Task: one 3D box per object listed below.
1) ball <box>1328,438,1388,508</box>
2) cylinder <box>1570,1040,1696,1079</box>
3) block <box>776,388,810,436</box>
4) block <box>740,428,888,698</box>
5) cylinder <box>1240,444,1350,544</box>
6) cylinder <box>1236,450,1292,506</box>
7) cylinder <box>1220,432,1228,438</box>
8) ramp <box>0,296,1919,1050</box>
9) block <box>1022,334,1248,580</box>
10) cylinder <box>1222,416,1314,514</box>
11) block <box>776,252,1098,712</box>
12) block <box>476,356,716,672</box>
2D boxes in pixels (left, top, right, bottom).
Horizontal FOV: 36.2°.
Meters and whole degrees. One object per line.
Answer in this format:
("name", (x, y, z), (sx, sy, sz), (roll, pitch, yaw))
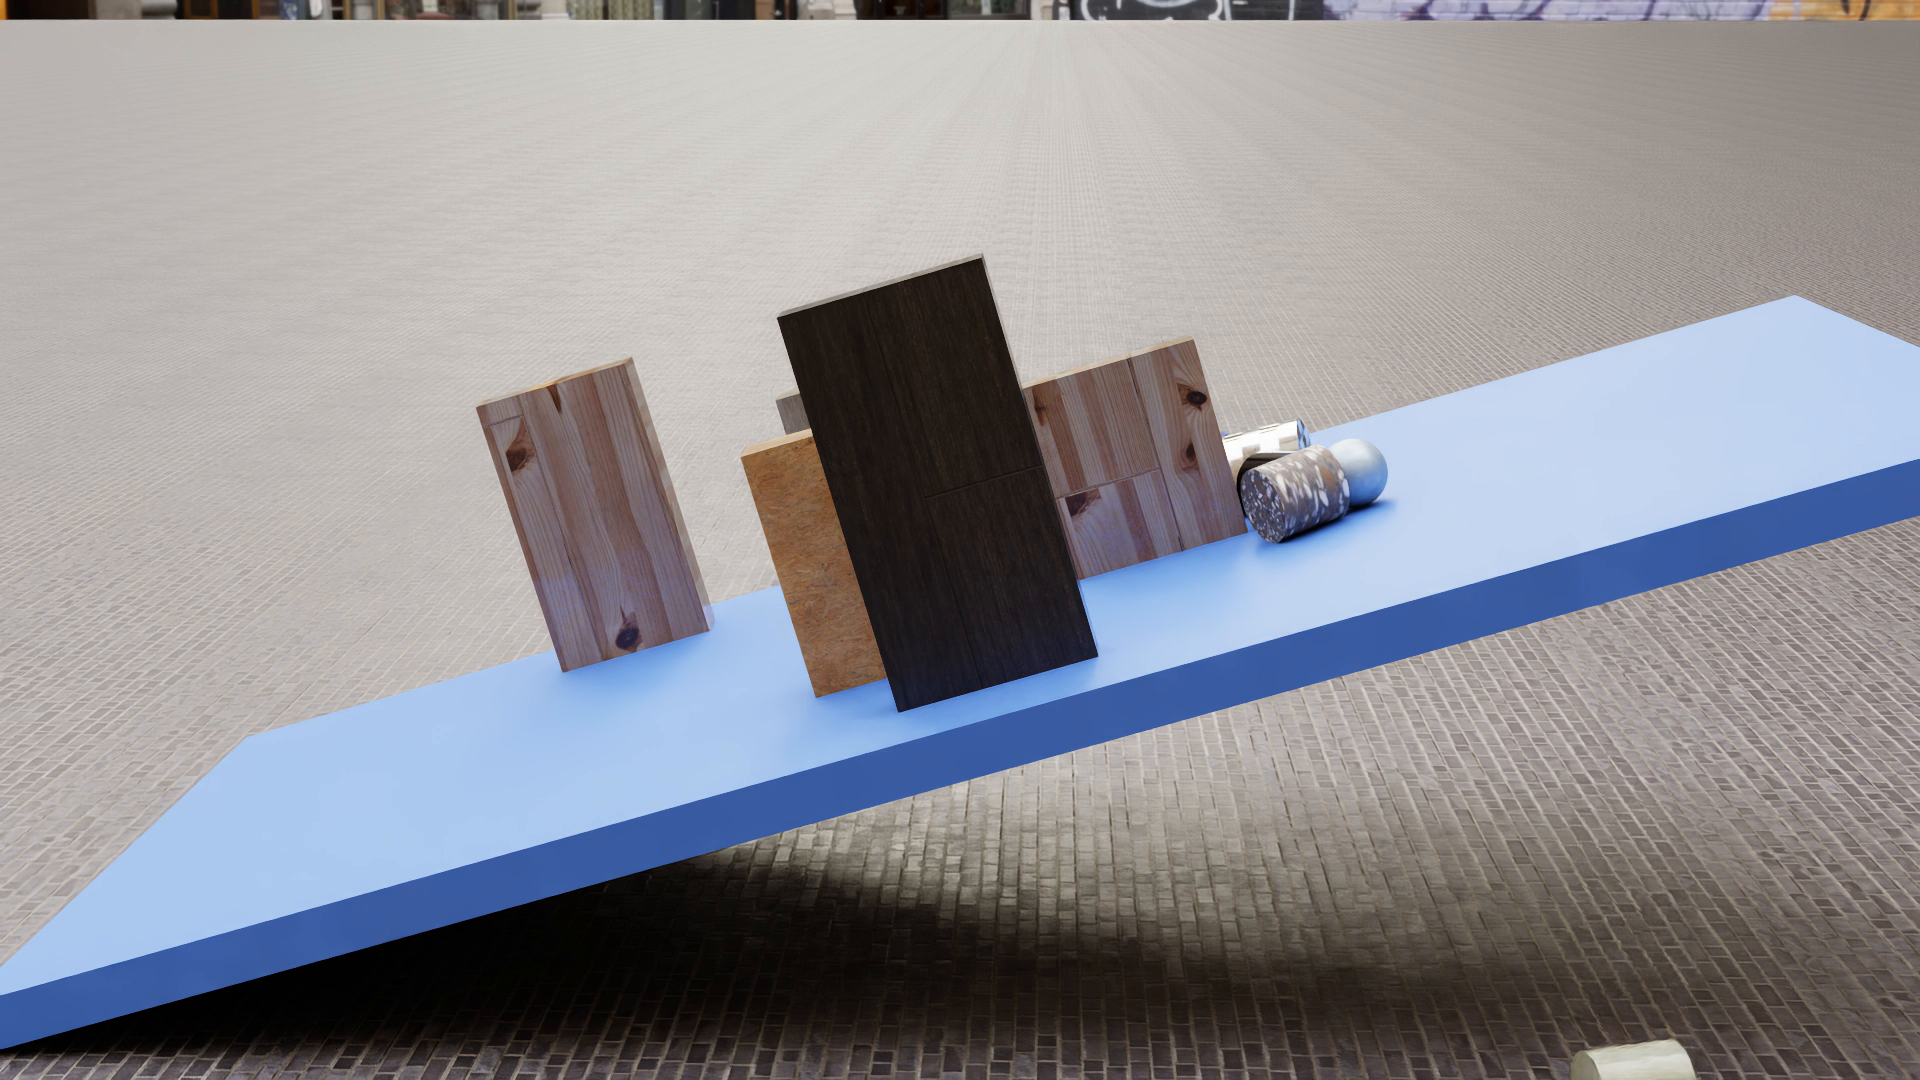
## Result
("ball", (0.826, -0.141, 6.183), (0.146, 0.146, 0.146), (0, 11, 0))
("cylinder", (1.166, 0.957, 5.089), (0.166, 0.166, 0.166), (-5, 12, -10))
("block", (-0.202, -0.127, 6.754), (0.299, 0.510, 0.107), (-16, 10, 5))
("block", (-0.232, 0.028, 5.940), (0.270, 0.513, 0.131), (-16, 10, 5))
("cylinder", (0.696, -0.096, 6.113), (0.162, 0.162, 0.162), (-21, 18, -22))
("cylinder", (0.691, -0.117, 6.281), (0.147, 0.147, 0.147), (-5, 7, -27))
("cylinder", (0.544, -0.142, 6.612), (0.163, 0.163, 0.163), (-16, 10, 3))
("ramp", (0.091, 0.187, 6.320), (4.000, 0.100, 2.000), (-16, 10, 5))
("block", (0.374, -0.176, 6.298), (0.380, 0.432, 0.087), (-16, 10, 5))
("cylinder", (0.682, -0.164, 6.473), (0.174, 0.174, 0.174), (-17, 4, 21))
("block", (-0.037, -0.106, 5.556), (0.396, 0.785, 0.107), (-16, 10, 5))
("block", (-0.867, -0.060, 7.026), (0.370, 0.668, 0.126), (-16, 10, 5))
